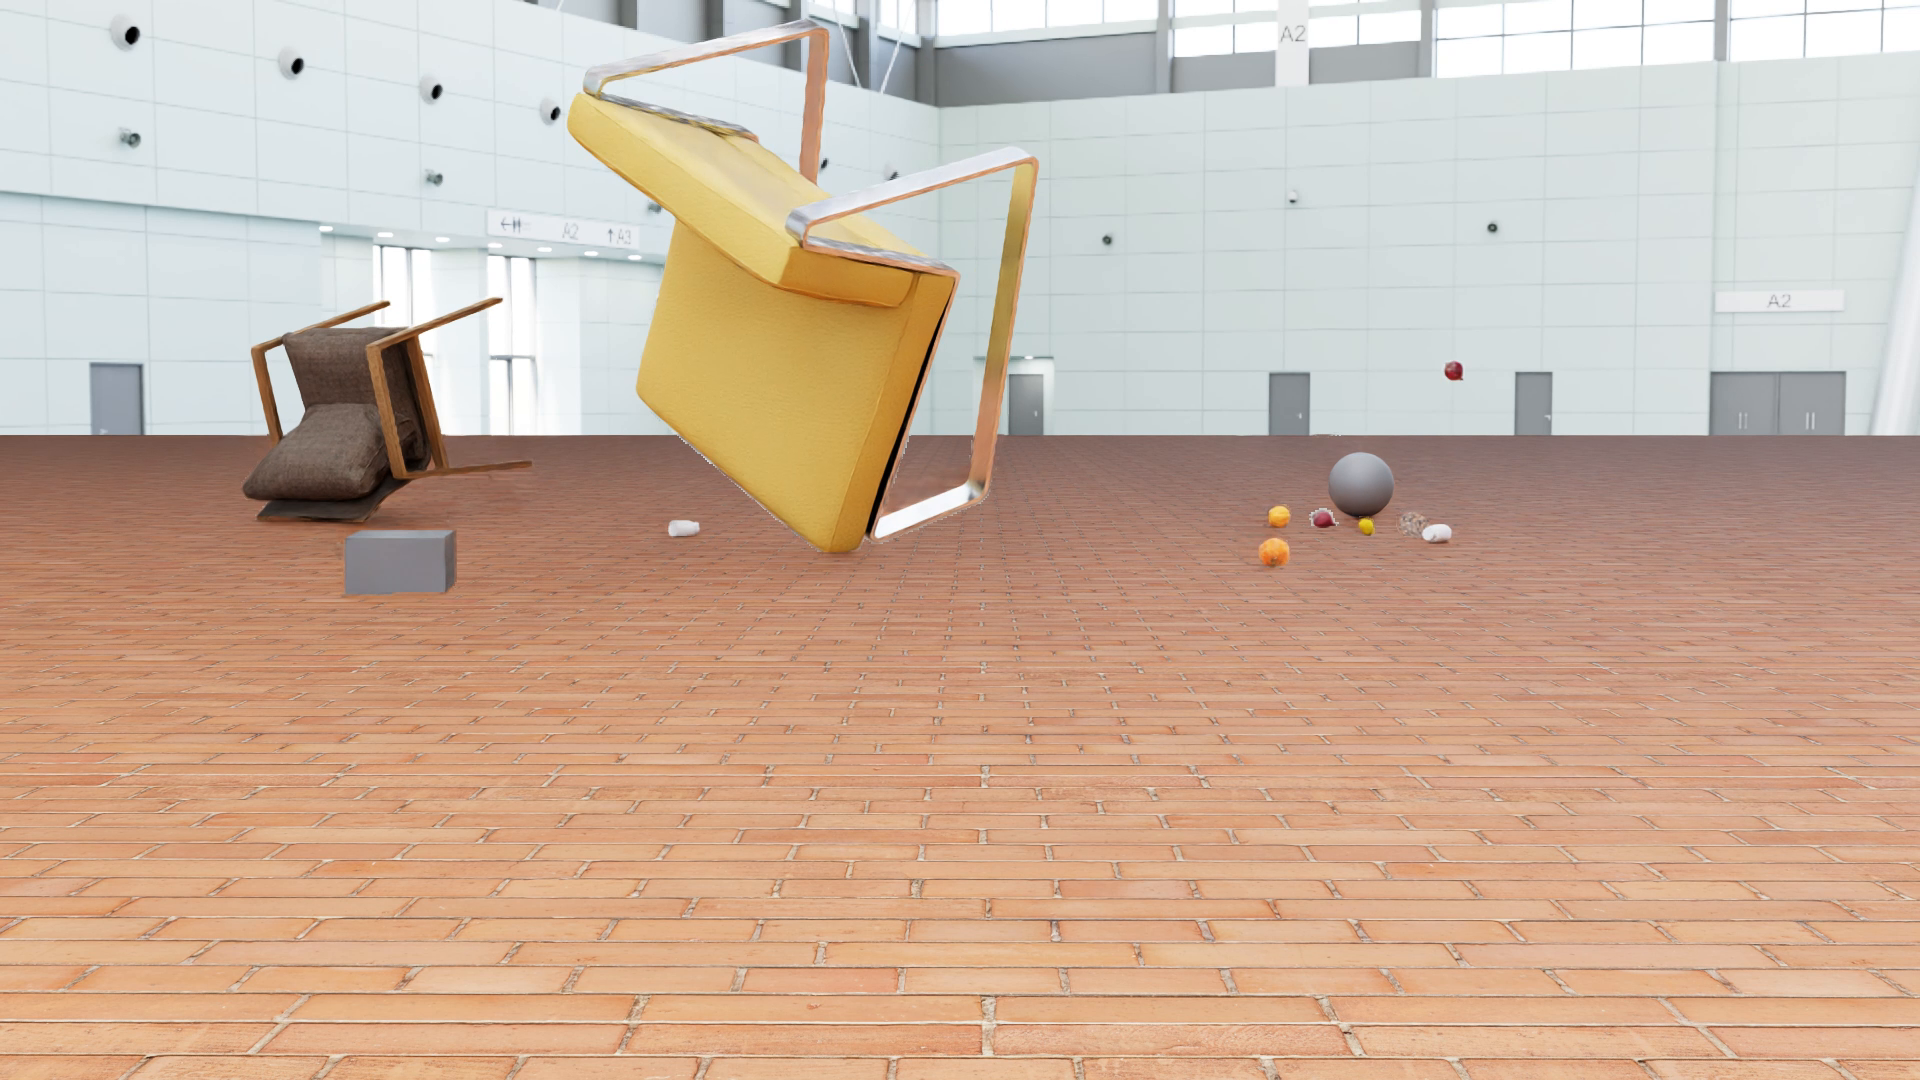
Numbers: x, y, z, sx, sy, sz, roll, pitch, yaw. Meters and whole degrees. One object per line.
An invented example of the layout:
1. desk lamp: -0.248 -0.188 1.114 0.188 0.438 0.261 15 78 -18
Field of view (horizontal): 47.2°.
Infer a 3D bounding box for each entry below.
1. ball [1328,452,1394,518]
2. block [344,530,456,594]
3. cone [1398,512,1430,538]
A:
1. ball: 1.401 -0.192 7.683 0.228 0.228 0.228 0 4 0
2. block: -1.259 0.048 4.956 0.214 0.122 0.241 -1 4 -8
3. cone: 1.391 -0.027 6.659 0.110 0.076 0.091 29 -4 37
